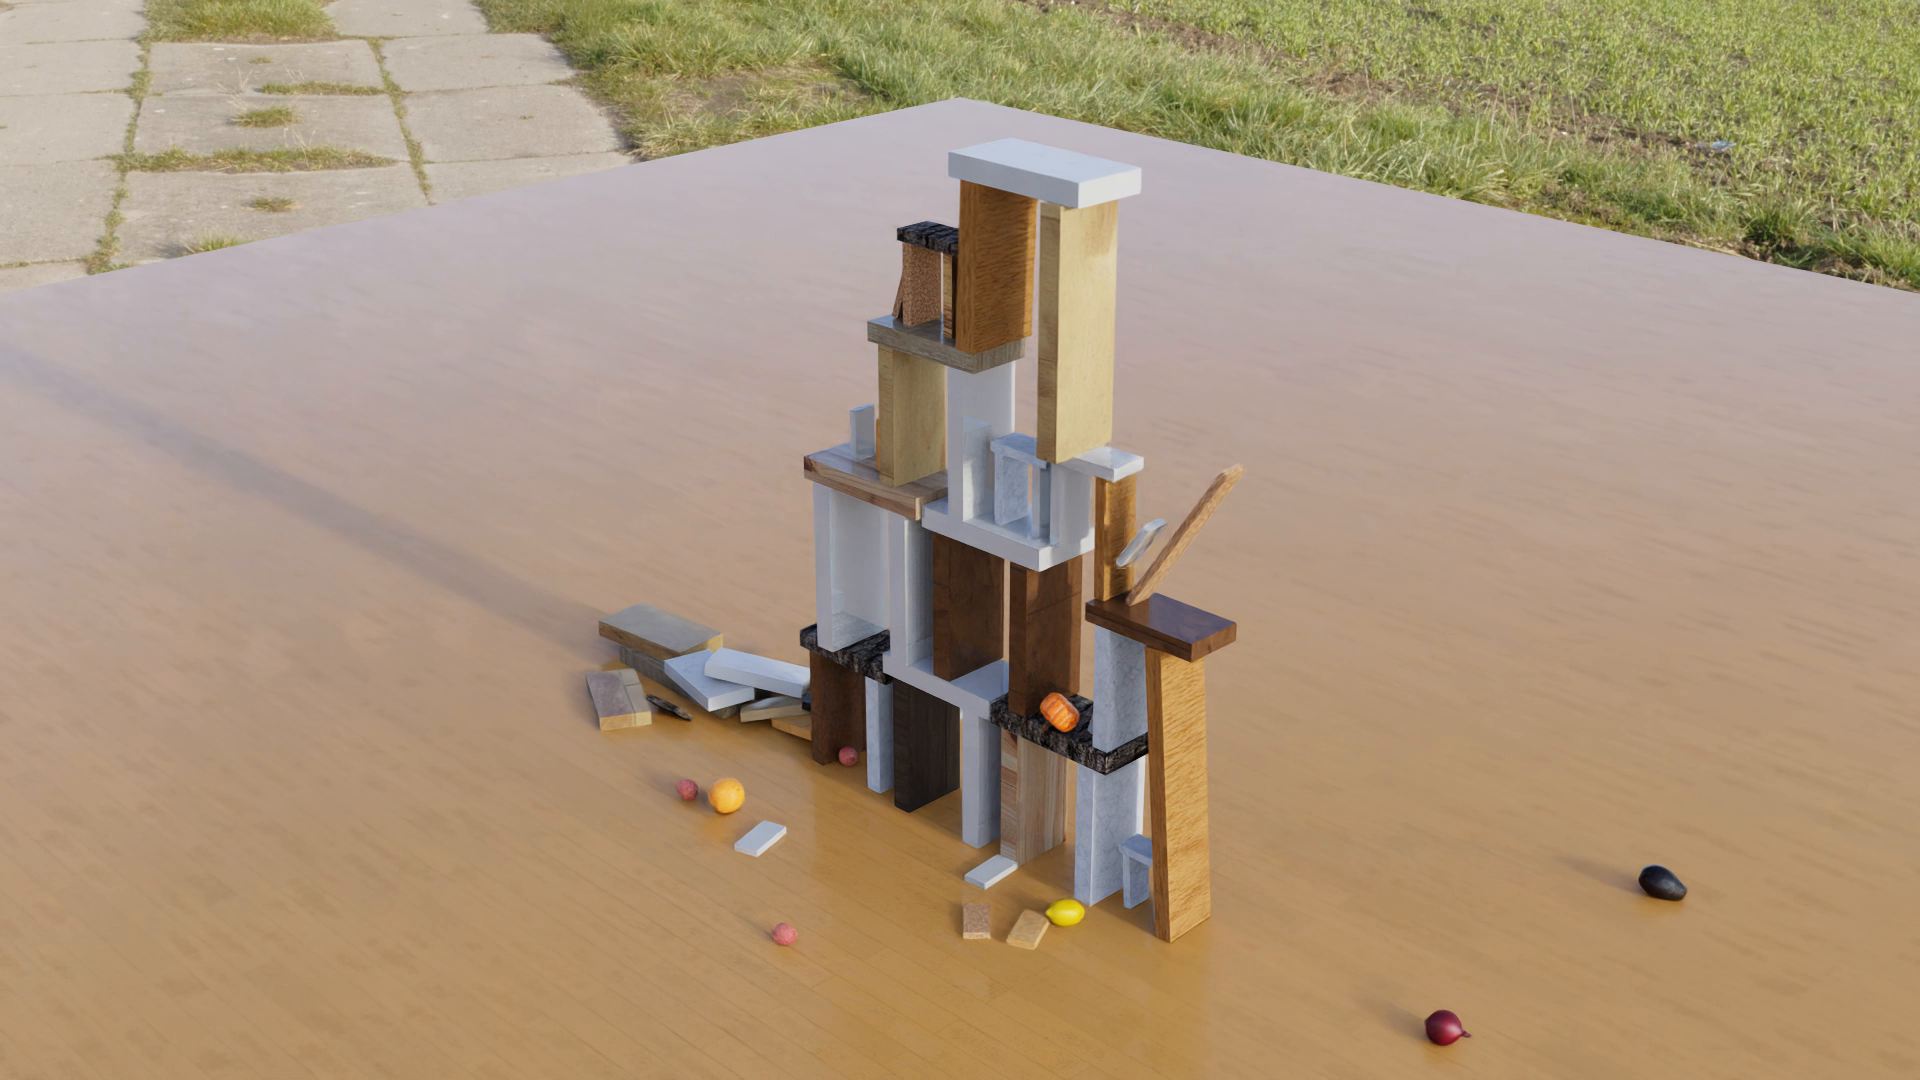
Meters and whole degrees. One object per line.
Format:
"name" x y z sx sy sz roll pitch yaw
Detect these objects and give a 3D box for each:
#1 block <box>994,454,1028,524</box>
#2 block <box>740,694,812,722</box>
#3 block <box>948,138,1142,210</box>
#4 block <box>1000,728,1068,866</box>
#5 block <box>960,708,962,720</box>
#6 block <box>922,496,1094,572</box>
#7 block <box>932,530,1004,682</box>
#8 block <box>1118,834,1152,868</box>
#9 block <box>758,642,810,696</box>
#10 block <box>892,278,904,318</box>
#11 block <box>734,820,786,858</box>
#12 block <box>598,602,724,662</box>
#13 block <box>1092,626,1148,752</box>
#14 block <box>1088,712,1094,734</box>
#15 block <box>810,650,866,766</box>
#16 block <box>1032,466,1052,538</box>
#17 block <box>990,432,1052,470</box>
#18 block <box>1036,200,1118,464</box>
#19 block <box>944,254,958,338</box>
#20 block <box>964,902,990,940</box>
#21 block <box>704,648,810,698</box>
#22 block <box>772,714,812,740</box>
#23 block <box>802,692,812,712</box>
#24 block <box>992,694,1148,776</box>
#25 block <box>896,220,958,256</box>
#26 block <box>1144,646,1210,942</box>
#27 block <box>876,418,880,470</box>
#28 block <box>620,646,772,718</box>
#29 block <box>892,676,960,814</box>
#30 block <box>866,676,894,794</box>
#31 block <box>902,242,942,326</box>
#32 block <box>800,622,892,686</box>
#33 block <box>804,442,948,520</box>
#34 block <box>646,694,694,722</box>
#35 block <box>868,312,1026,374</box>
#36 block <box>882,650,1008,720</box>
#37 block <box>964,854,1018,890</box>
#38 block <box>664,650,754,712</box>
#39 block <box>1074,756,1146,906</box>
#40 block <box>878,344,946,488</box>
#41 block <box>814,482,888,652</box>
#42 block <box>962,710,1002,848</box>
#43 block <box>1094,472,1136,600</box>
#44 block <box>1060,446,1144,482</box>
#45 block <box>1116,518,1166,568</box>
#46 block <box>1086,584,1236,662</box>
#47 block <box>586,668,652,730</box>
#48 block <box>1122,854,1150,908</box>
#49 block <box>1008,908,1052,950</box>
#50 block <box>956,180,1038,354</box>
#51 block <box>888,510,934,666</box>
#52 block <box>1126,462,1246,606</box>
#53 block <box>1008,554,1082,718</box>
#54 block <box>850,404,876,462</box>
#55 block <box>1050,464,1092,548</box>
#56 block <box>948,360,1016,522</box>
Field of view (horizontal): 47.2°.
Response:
"block" 0.096 -0.103 4.079 0.069 0.138 0.020 -21 31 -41
"block" -0.402 0.367 4.823 0.156 0.022 0.078 -7 14 -1
"block" 0.144 -0.635 3.795 0.156 0.044 0.312 -21 31 -40
"block" 0.145 0.476 4.266 0.041 0.291 0.145 21 31 41
"block" 0.007 0.373 4.864 0.302 0.015 0.052 -17 28 -34
"block" 0.089 -0.025 4.124 0.304 0.043 0.152 21 31 40
"block" 0.017 0.108 4.257 0.043 0.304 0.152 21 31 41
"block" 0.355 0.581 4.083 0.112 0.016 0.056 21 31 40
"block" -0.350 0.311 4.980 0.272 0.039 0.136 18 29 37
"block" -0.094 -0.469 4.129 0.015 0.104 0.052 36 39 27
"block" -0.394 0.590 4.350 0.053 0.015 0.105 12 26 26
"block" -0.694 0.218 5.098 0.272 0.039 0.136 18 29 36
"block" 0.297 0.252 4.003 0.035 0.246 0.123 21 31 41
"block" 0.268 0.309 4.054 0.050 0.100 0.014 -21 48 -41
"block" -0.250 0.336 4.637 0.130 0.259 0.037 -17 28 -34
"block" 0.162 -0.078 4.020 0.069 0.138 0.020 -21 31 -40
"block" 0.129 -0.164 4.020 0.138 0.020 0.069 21 31 40
"block" 0.203 -0.372 3.821 0.044 0.459 0.156 19 30 38
"block" 0.005 -0.455 4.026 0.022 0.158 0.079 21 31 40
"block" 0.031 0.706 4.078 0.050 0.014 0.100 0 23 0
"block" -0.442 0.293 4.868 0.223 0.032 0.112 13 16 8
"block" -0.333 0.398 4.756 0.078 0.022 0.156 -17 17 -34
"block" -0.283 0.326 4.847 0.067 0.019 0.227 15 24 8
"block" 0.213 0.350 4.139 0.291 0.041 0.145 21 31 41
"block" -0.033 -0.552 4.026 0.079 0.022 0.157 -21 31 -40
"block" 0.395 0.444 3.975 0.035 0.578 0.123 14 26 41
"block" -0.138 -0.192 4.285 0.015 0.105 0.053 24 33 39
"block" -0.605 0.302 5.000 0.136 0.039 0.390 -20 30 -39
"block" -0.067 0.392 4.460 0.042 0.294 0.147 21 31 41
"block" -0.132 0.380 4.533 0.130 0.259 0.037 -21 31 -41
"block" -0.071 -0.484 4.094 0.022 0.158 0.079 21 31 40
"block" -0.195 0.221 4.529 0.259 0.037 0.130 21 31 41
"block" -0.141 -0.123 4.317 0.319 0.045 0.159 21 31 40
"block" -0.639 0.368 4.833 0.104 0.015 0.052 19 -14 38
"block" -0.026 -0.374 4.088 0.278 0.039 0.139 21 31 40
"block" 0.003 0.265 4.330 0.294 0.042 0.147 21 31 41
"block" 0.060 0.639 4.237 0.050 0.014 0.100 18 29 36
"block" -0.559 0.310 4.890 0.112 0.032 0.223 -14 27 -29
"block" 0.282 0.530 4.140 0.041 0.291 0.145 21 31 41
"block" -0.091 -0.253 4.209 0.039 0.278 0.139 21 31 40
"block" -0.219 0.035 4.462 0.045 0.359 0.159 21 30 40
"block" 0.072 0.446 4.332 0.042 0.294 0.147 21 31 41
"block" 0.277 -0.013 3.924 0.082 0.235 0.023 -21 30 -40
"block" 0.235 -0.145 3.903 0.164 0.023 0.082 19 30 38
"block" 0.317 0.004 3.858 0.052 0.104 0.015 -22 66 -42
"block" 0.354 0.145 3.895 0.123 0.035 0.246 -21 31 -41
"block" -0.760 0.353 4.889 0.112 0.032 0.223 -7 24 -15
"block" 0.331 0.631 4.130 0.056 0.112 0.016 -21 28 -41
"block" 0.128 0.717 4.052 0.052 0.015 0.104 8 24 18
"block" 0.066 -0.503 3.940 0.044 0.312 0.156 23 32 38
"block" -0.065 0.073 4.320 0.159 0.319 0.045 -21 31 -41
"block" 0.388 -0.006 3.810 0.052 0.362 0.015 -22 65 -41
"block" 0.160 0.165 4.127 0.043 0.308 0.152 21 31 40
"block" -0.192 -0.212 4.333 0.015 0.105 0.053 20 30 38
"block" 0.201 -0.075 3.979 0.082 0.164 0.023 -21 31 -40
"block" 0.040 -0.195 4.093 0.039 0.295 0.139 21 31 40
